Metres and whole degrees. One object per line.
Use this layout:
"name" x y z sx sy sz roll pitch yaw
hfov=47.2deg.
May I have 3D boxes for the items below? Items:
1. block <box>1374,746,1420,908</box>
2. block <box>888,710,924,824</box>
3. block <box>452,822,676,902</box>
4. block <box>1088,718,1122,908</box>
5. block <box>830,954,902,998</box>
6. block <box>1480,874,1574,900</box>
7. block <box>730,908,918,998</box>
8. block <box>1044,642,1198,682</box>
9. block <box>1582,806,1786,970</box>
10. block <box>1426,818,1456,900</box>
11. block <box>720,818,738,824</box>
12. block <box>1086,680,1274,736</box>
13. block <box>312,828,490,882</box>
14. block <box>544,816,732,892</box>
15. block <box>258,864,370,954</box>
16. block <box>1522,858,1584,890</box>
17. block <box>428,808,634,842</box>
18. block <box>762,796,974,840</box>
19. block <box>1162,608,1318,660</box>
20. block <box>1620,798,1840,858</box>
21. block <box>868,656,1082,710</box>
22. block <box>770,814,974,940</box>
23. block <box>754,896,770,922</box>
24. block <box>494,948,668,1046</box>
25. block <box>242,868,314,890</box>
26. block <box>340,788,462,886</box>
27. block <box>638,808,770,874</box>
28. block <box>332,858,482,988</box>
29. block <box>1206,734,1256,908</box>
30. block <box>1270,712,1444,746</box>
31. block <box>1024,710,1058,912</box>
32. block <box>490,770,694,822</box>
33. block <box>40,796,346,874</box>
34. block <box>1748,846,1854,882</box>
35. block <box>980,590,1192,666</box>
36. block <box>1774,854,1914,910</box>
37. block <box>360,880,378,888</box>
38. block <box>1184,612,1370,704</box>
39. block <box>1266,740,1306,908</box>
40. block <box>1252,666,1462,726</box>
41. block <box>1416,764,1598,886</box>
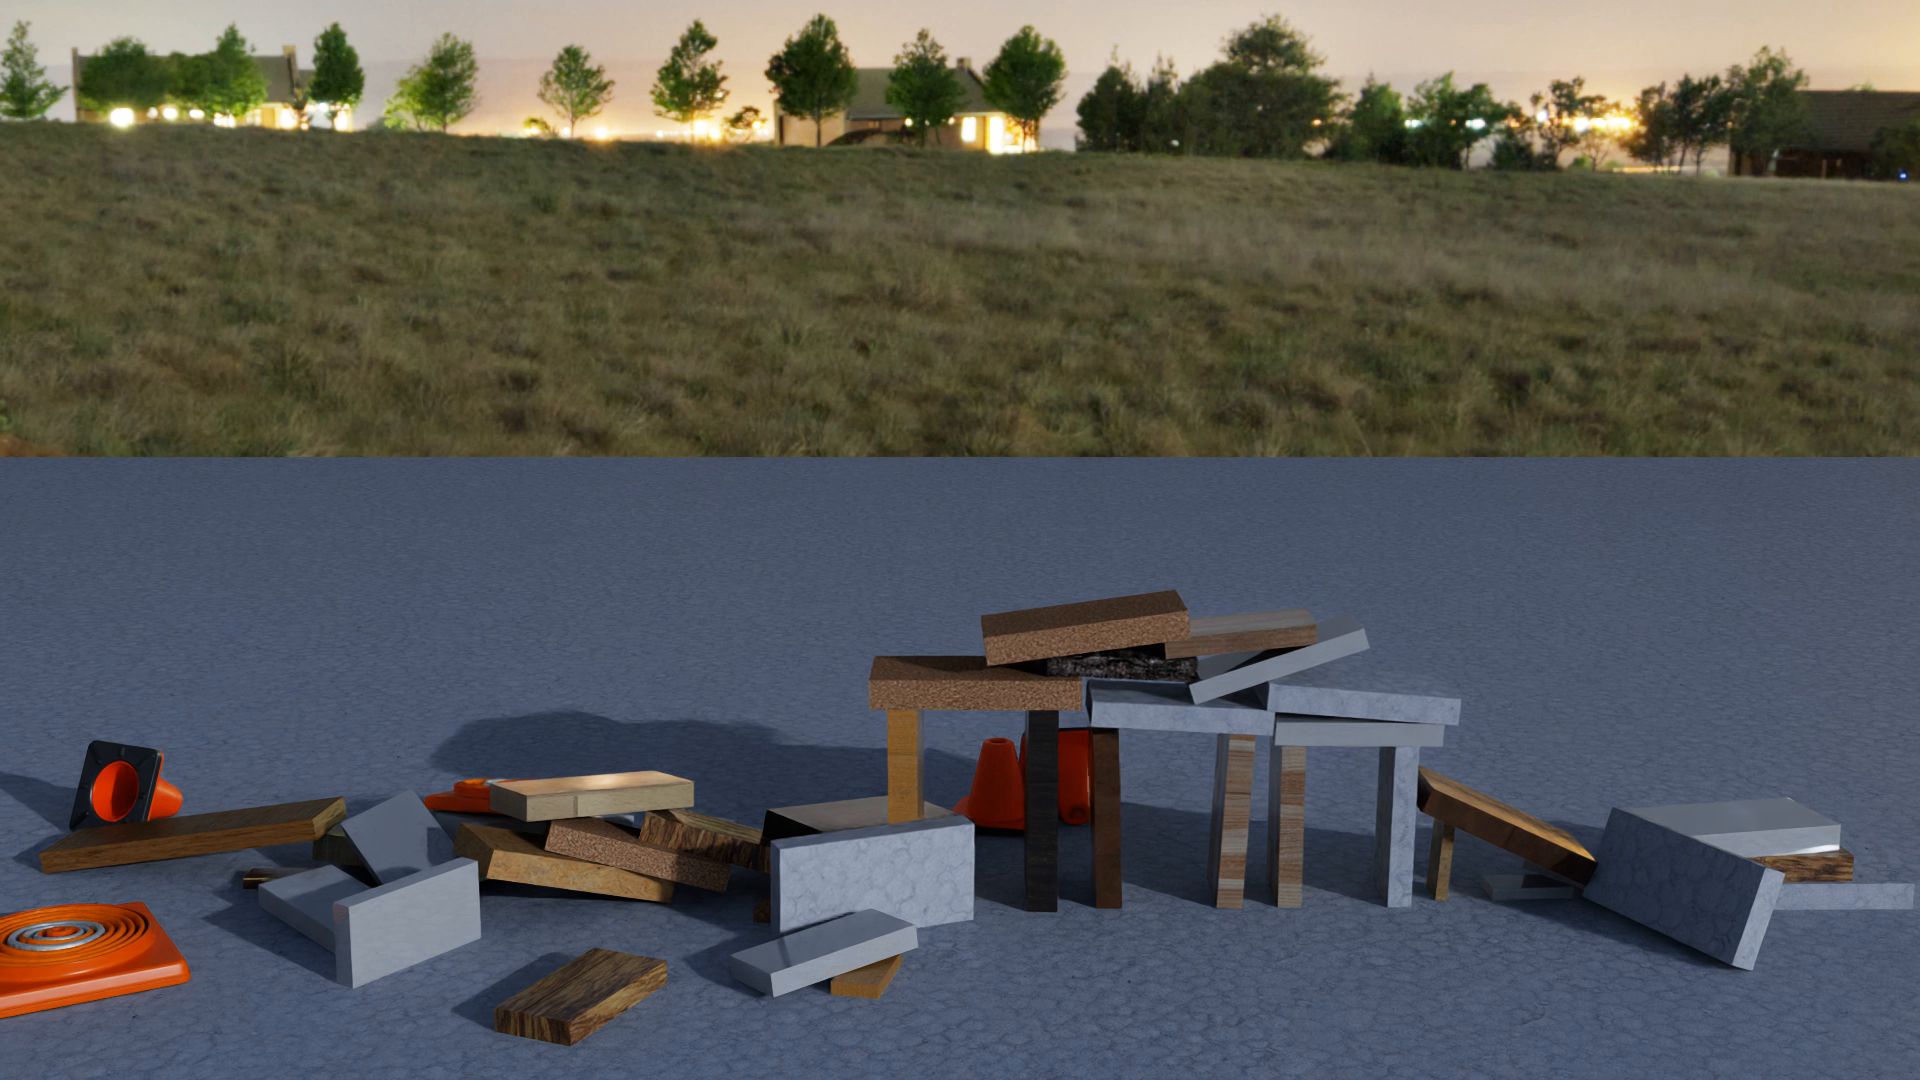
"block" 0.722 0.455 3.646 0.039 0.273 0.136 1 11 1
"block" -0.089 0.423 3.635 0.048 0.340 0.170 1 11 2
"block" -0.646 0.529 3.604 0.326 0.046 0.163 14 1 -33
"block" 0.240 0.445 3.643 0.042 0.294 0.147 -2 11 0
"block" -0.139 0.648 3.299 0.072 0.021 0.145 2 11 12
"block" 0.947 0.579 3.675 0.135 0.019 0.068 -1 11 -3
"block" -0.205 0.620 3.317 0.254 0.036 0.127 -13 11 -33
"block" 0.261 0.195 3.592 0.243 0.034 0.122 3 11 -1
"block" 1.135 0.545 3.469 0.044 0.156 0.336 18 2 -27
"block" 0.799 0.523 3.655 0.019 0.135 0.068 4 10 -2
"block" -0.459 0.529 3.941 0.072 0.021 0.145 3 11 16
"block" 0.358 0.274 3.611 0.294 0.042 0.147 3 11 -1
"block" -0.922 0.533 3.767 0.326 0.046 0.163 4 1 21
"block" -0.534 0.512 3.636 0.301 0.043 0.150 16 1 -11
"block" -0.999 0.590 3.516 0.130 0.037 0.260 -12 19 -43
"block" 1.014 0.557 3.687 0.135 0.019 0.067 18 10 16
"block" -0.746 0.499 3.829 0.163 0.046 0.326 4 -1 39
"block" -0.155 0.499 3.819 0.164 0.046 0.373 15 8 37
"block" 0.452 0.151 3.584 0.243 0.034 0.122 -6 10 3
"block" 1.278 0.482 3.658 0.311 0.044 0.156 -2 11 -12
"block" 0.026 0.233 3.597 0.340 0.048 0.170 0 11 1
"block" -0.137 0.540 3.486 0.328 0.164 0.046 -4 13 -23
"block" -0.255 0.600 3.559 0.145 0.021 0.072 1 10 10
"block" -0.547 0.660 3.191 0.127 0.036 0.254 5 11 24
"block" -1.146 0.572 3.720 0.116 0.016 0.058 0 11 -2
"block" -0.915 0.516 3.637 0.130 0.037 0.260 -26 36 -23
"block" -0.385 0.509 3.702 0.301 0.043 0.150 16 1 -5
"block" -0.842 0.582 3.363 0.036 0.127 0.254 7 13 34
"block" 0.448 0.444 3.643 0.042 0.294 0.147 3 11 -1
"block" 0.643 0.302 3.615 0.273 0.039 0.136 1 11 -2
"block" 0.134 0.423 3.634 0.048 0.340 0.170 0 11 0
"block" -0.614 0.426 3.676 0.301 0.043 0.150 -1 3 -35
"block" -1.321 0.508 3.792 0.500 0.037 0.130 -8 9 8
"block" 1.306 0.525 3.666 0.305 0.043 0.153 0 11 -2
"block" 0.201 0.142 3.580 0.328 0.046 0.164 -8 11 0
"block" 1.326 0.569 3.665 0.462 0.043 0.153 0 11 -1
"block" -1.001 0.583 3.659 0.116 0.016 0.058 0 11 2
"block" 0.512 0.193 3.599 0.295 0.034 0.122 -18 11 2
"block" 0.540 0.456 3.646 0.039 0.273 0.136 0 11 0
"block" 0.647 0.251 3.609 0.311 0.044 0.156 5 10 -2
"block" 0.893 0.470 3.650 0.305 0.043 0.153 24 9 -6
